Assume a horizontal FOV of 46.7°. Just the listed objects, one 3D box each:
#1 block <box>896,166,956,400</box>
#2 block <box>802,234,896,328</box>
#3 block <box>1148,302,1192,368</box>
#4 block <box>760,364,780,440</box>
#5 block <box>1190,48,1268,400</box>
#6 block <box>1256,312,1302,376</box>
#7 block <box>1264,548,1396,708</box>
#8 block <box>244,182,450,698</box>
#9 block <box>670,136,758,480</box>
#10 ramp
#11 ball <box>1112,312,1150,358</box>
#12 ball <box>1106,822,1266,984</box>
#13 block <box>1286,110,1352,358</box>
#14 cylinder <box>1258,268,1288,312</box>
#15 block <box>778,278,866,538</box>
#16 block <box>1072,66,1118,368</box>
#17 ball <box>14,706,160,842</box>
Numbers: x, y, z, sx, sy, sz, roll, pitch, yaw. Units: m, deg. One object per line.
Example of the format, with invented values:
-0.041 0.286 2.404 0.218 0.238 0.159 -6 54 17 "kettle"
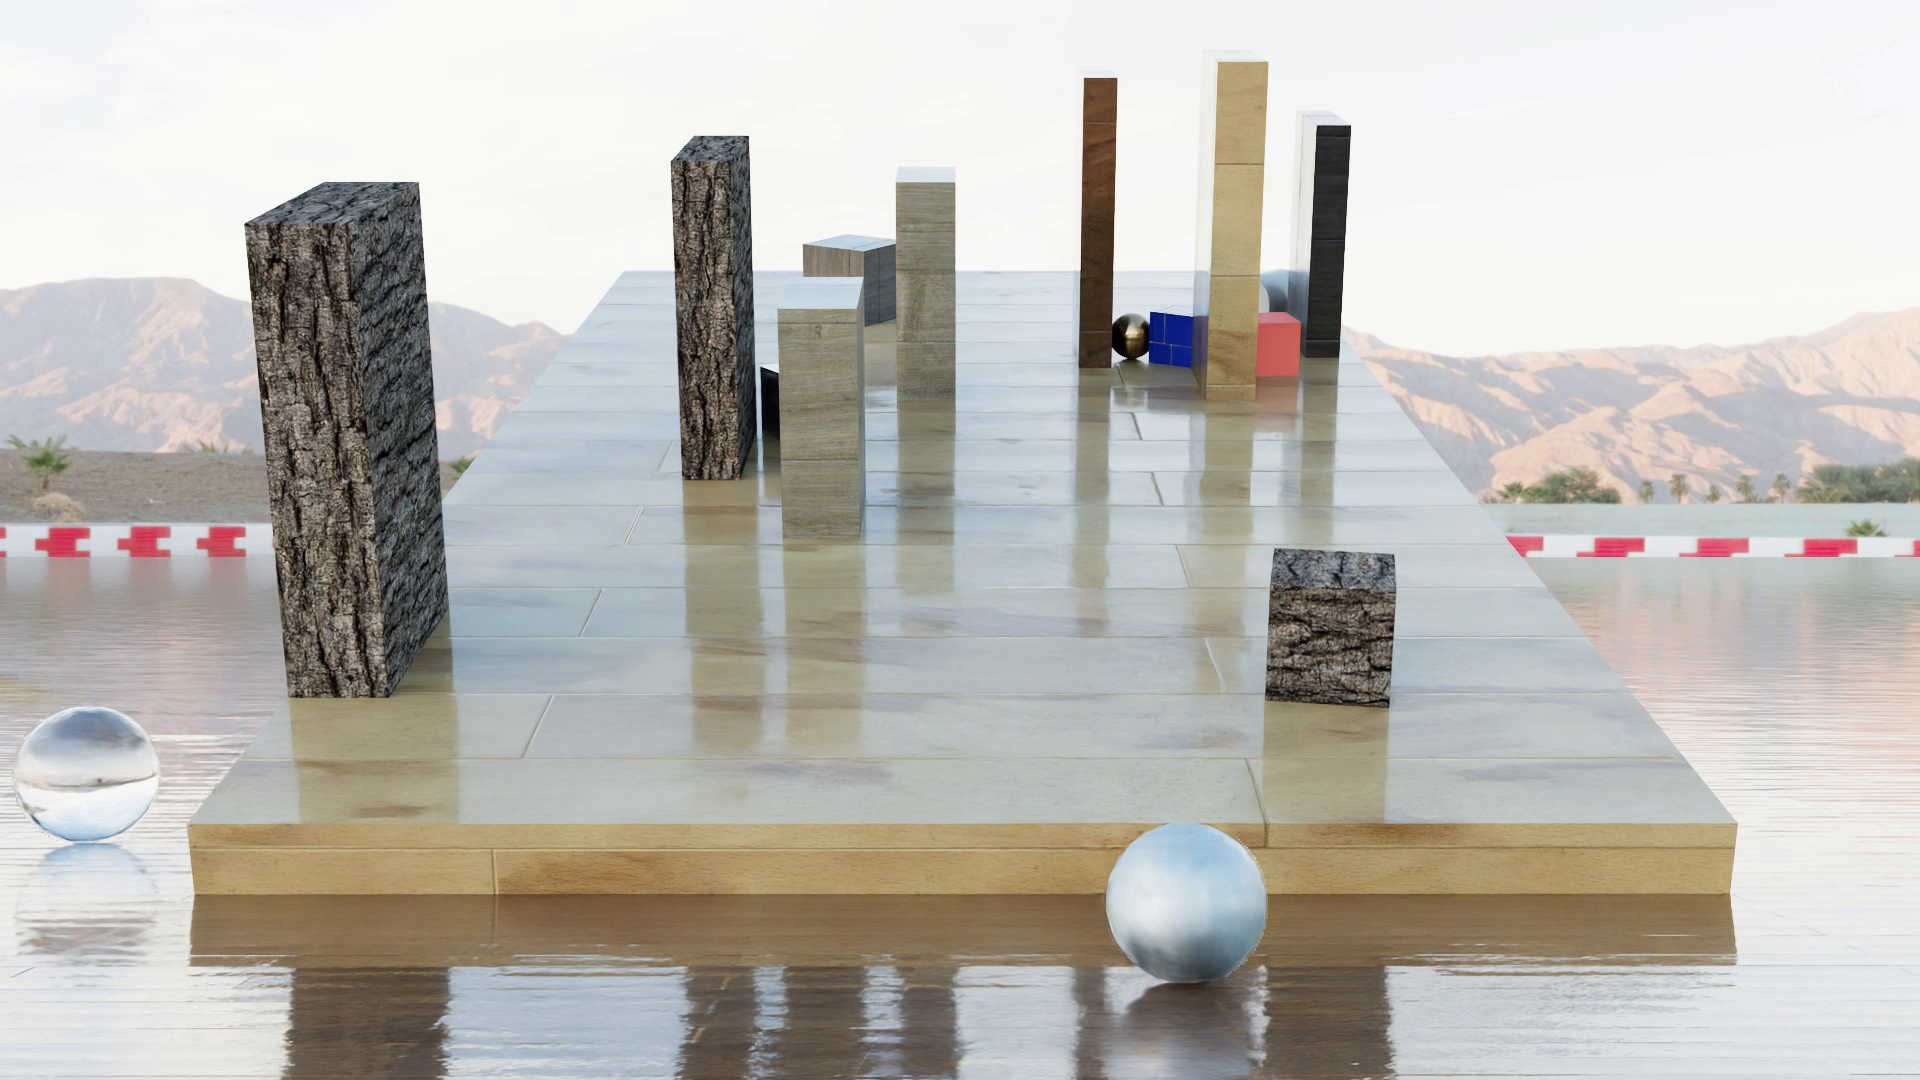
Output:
-0.077 -0.595 5.140 0.135 0.499 0.259 0 17 0 "block"
-0.280 -0.701 5.986 0.202 0.202 0.202 11 20 32 "block"
0.553 -0.504 5.478 0.128 0.128 0.128 11 20 31 "block"
-0.328 -0.298 4.771 0.146 0.146 0.146 -11 20 -32 "block"
0.619 -0.732 5.139 0.112 0.762 0.337 0 17 0 "block"
0.741 -0.474 5.379 0.128 0.128 0.128 -3 17 -9 "block"
0.555 0.129 3.328 0.181 0.181 0.181 3 17 9 "block"
-0.920 -0.164 3.385 0.148 0.704 0.415 0 17 0 "block"
-0.498 -0.483 4.543 0.115 0.633 0.416 0 17 0 "block"
-0.003 -0.175 4.792 2.000 0.100 4.000 0 17 0 "ramp"
0.426 -0.506 5.506 0.114 0.114 0.114 0 0 0 "ball"
0.234 0.376 2.304 0.165 0.165 0.165 0 0 0 "ball"
0.901 -0.776 5.605 0.085 0.572 0.334 0 17 0 "block"
0.805 -0.636 5.876 0.146 0.146 0.146 -16 11 -42 "cylinder"
-0.254 -0.252 4.147 0.141 0.425 0.309 0 17 0 "block"
0.329 -0.796 5.458 0.081 0.696 0.301 0 17 0 "block"
-1.338 0.359 3.412 0.209 0.209 0.209 0 0 0 "ball"
